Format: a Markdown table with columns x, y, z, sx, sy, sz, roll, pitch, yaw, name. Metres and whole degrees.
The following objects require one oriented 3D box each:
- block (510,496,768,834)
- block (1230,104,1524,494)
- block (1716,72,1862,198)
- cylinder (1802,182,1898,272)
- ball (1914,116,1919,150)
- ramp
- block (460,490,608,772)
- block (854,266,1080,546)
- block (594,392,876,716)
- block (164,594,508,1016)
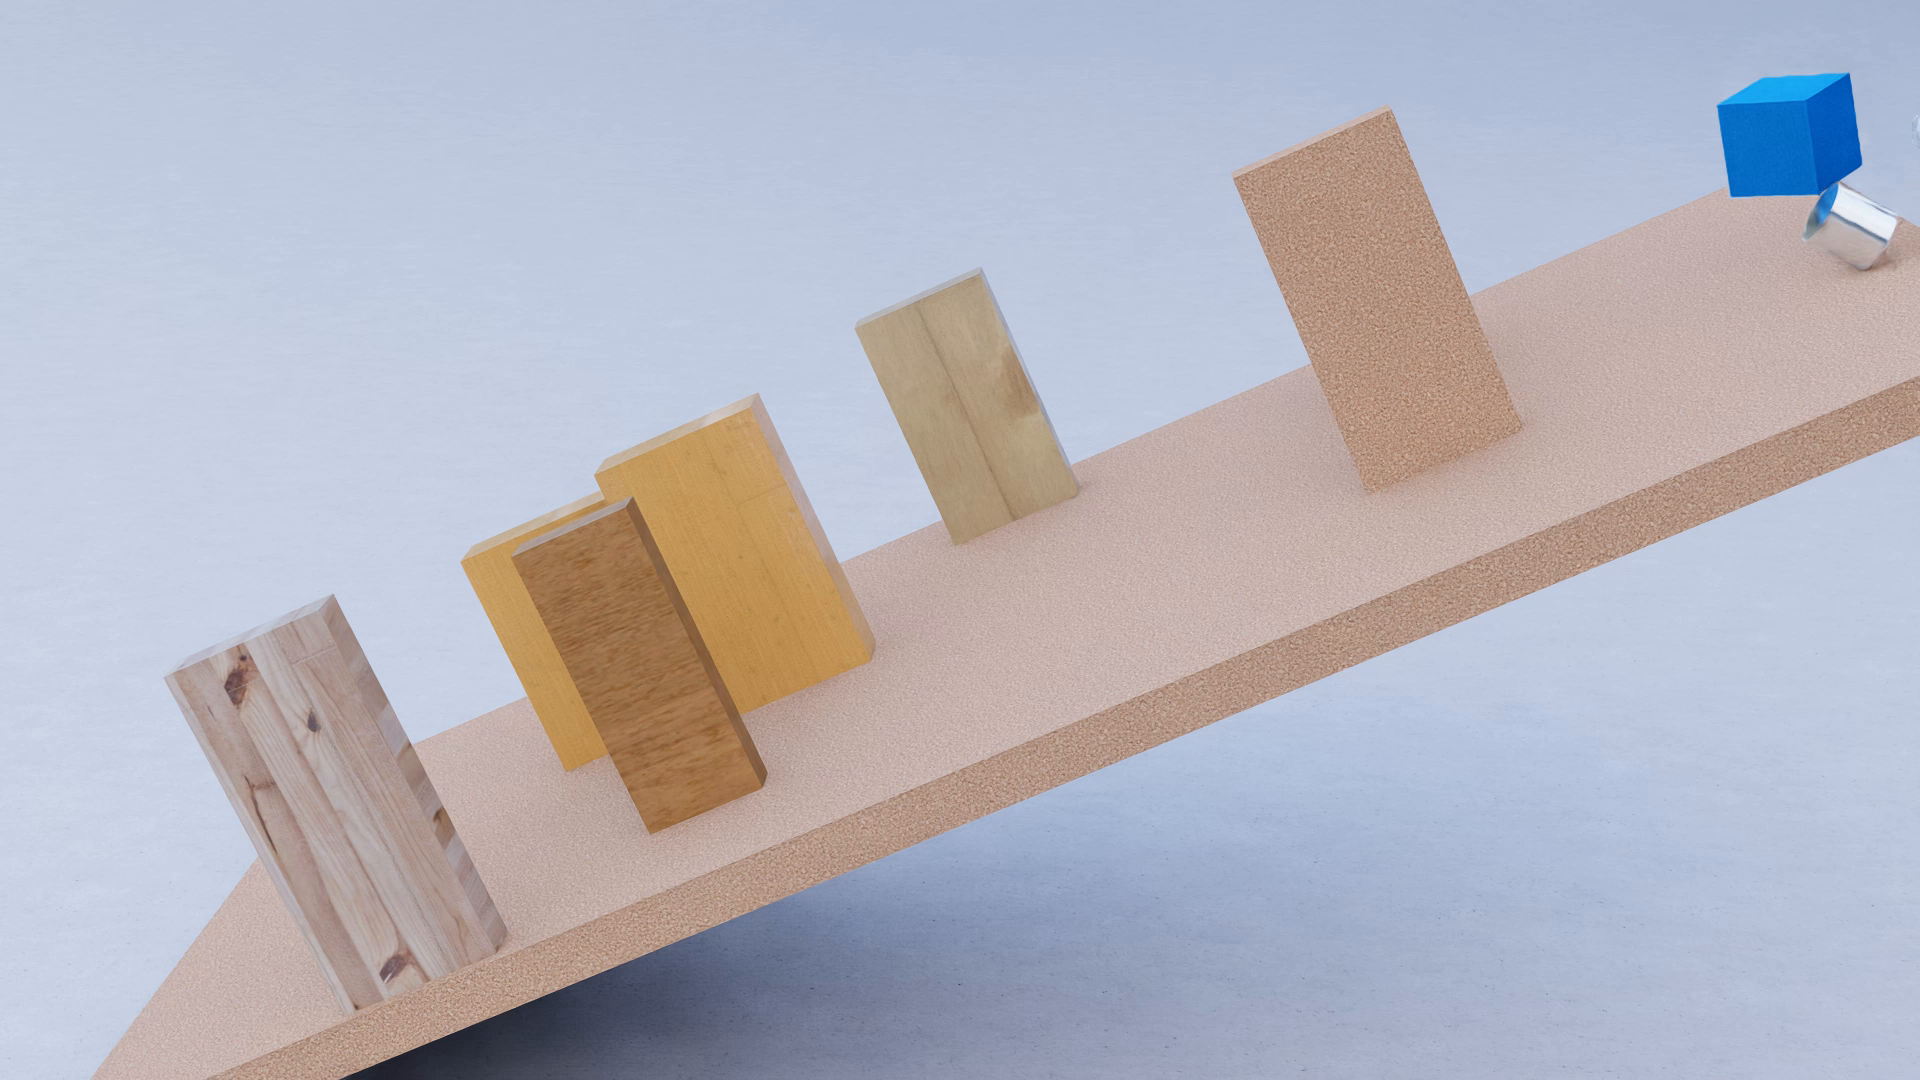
| x | y | z | sx | sy | sz | roll | pitch | yaw | name |
| --- | --- | --- | --- | --- | --- | --- | --- | --- | --- |
| -0.622 | 0.247 | 5.747 | 0.247 | 0.619 | 0.092 | -23 | 13 | 8 | block |
| 0.820 | -0.468 | 5.776 | 0.330 | 0.689 | 0.082 | -23 | 13 | 8 | block |
| 1.693 | -0.826 | 5.999 | 0.195 | 0.195 | 0.195 | 4 | 26 | 43 | block |
| 1.752 | -0.617 | 5.794 | 0.129 | 0.129 | 0.129 | 27 | 15 | -4 | cylinder |
| 1.949 | -0.807 | 5.819 | 0.117 | 0.117 | 0.117 | 0 | 15 | 0 | ball |
| 0.132 | 0.170 | 6.284 | 4.000 | 0.100 | 2.000 | -23 | 13 | 8 | ramp |
| -0.800 | 0.187 | 6.522 | 0.398 | 0.529 | 0.136 | -23 | 13 | 8 | block |
| 0.019 | -0.313 | 6.912 | 0.319 | 0.571 | 0.102 | -23 | 13 | 8 | block |
| -0.480 | 0.041 | 6.333 | 0.368 | 0.608 | 0.149 | -23 | 13 | 8 | block |
| -1.158 | 0.498 | 5.487 | 0.323 | 0.729 | 0.109 | -23 | 13 | 8 | block |
